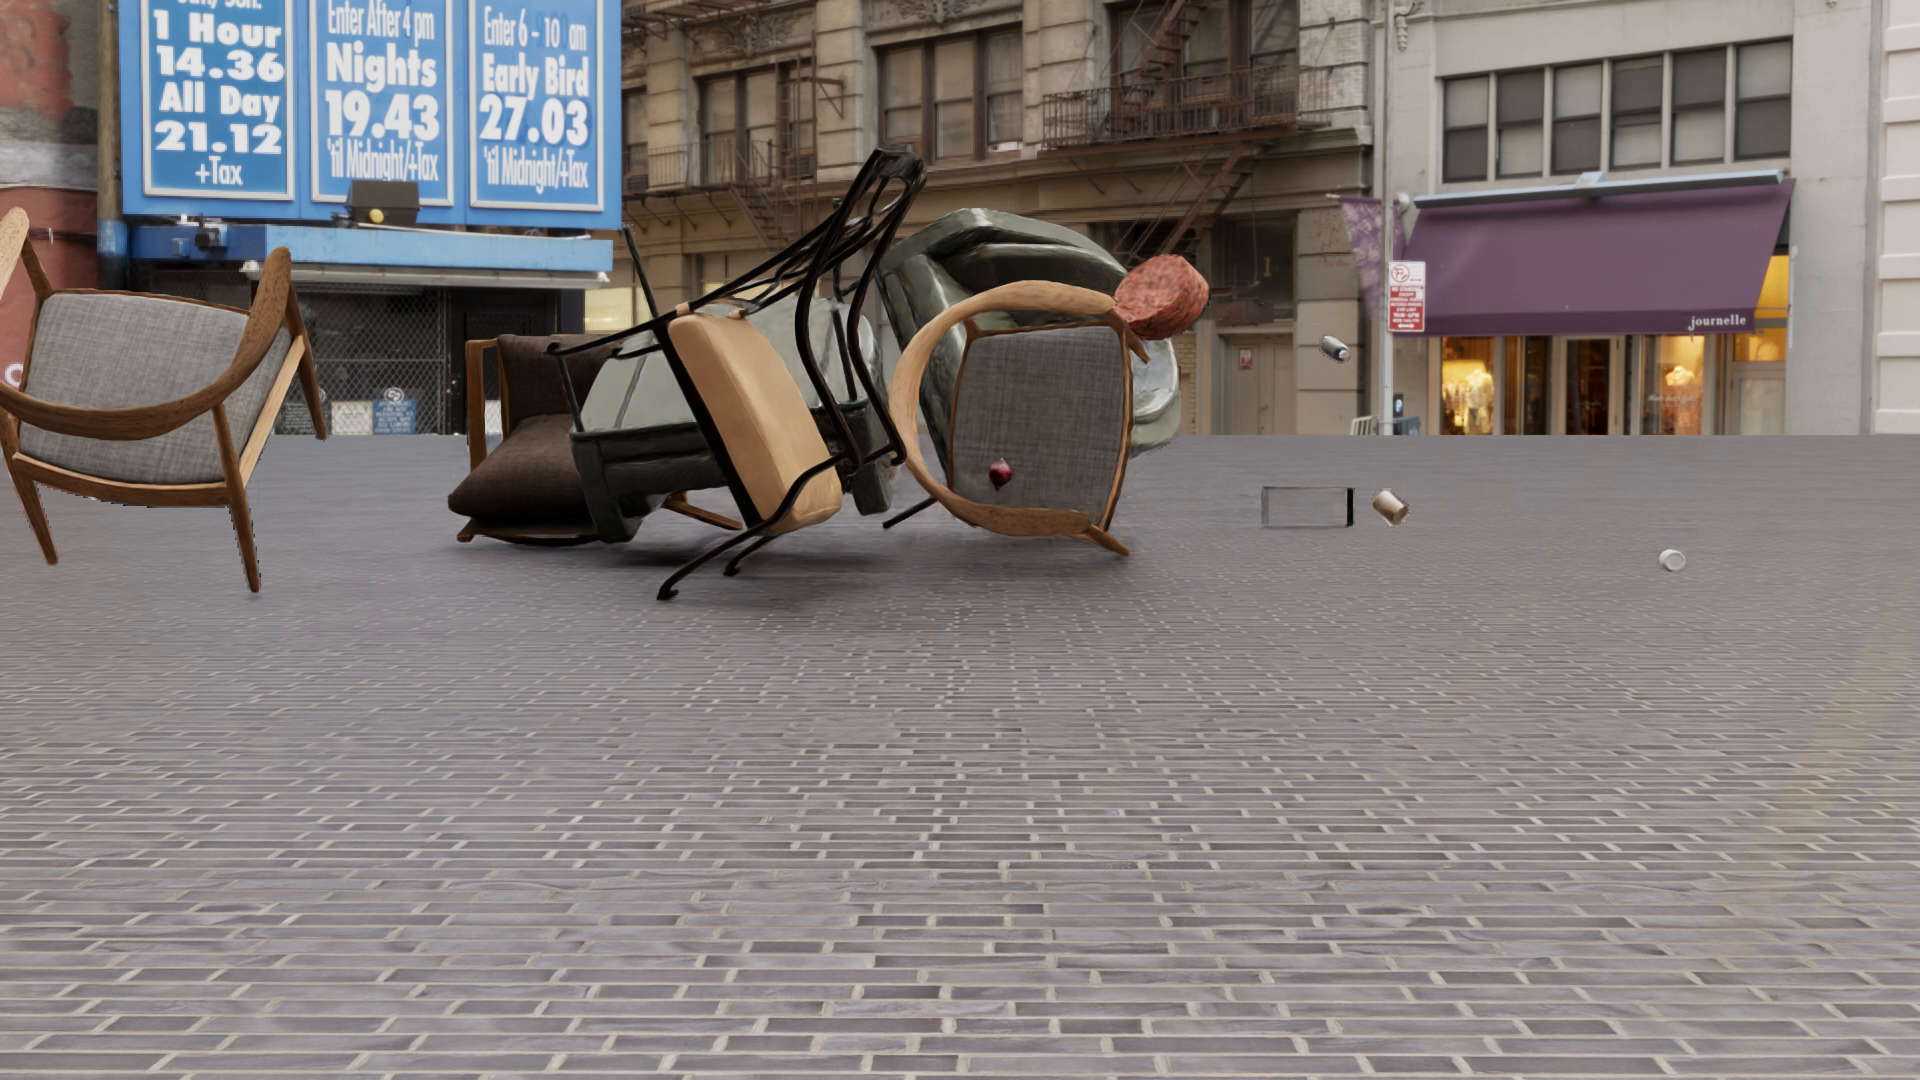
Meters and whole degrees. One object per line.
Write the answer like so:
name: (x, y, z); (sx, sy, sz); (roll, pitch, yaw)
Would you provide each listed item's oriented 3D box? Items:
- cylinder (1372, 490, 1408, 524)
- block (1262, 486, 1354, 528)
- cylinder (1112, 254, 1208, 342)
cylinder: (1.125, -0.086, 5.756); (0.056, 0.057, 0.072); (-24, 52, -28)
block: (1.139, -0.109, 7.214); (0.277, 0.125, 0.120); (0, 4, -3)
cylinder: (0.523, -0.633, 5.747); (0.235, 0.184, 0.105); (-30, -41, 22)
